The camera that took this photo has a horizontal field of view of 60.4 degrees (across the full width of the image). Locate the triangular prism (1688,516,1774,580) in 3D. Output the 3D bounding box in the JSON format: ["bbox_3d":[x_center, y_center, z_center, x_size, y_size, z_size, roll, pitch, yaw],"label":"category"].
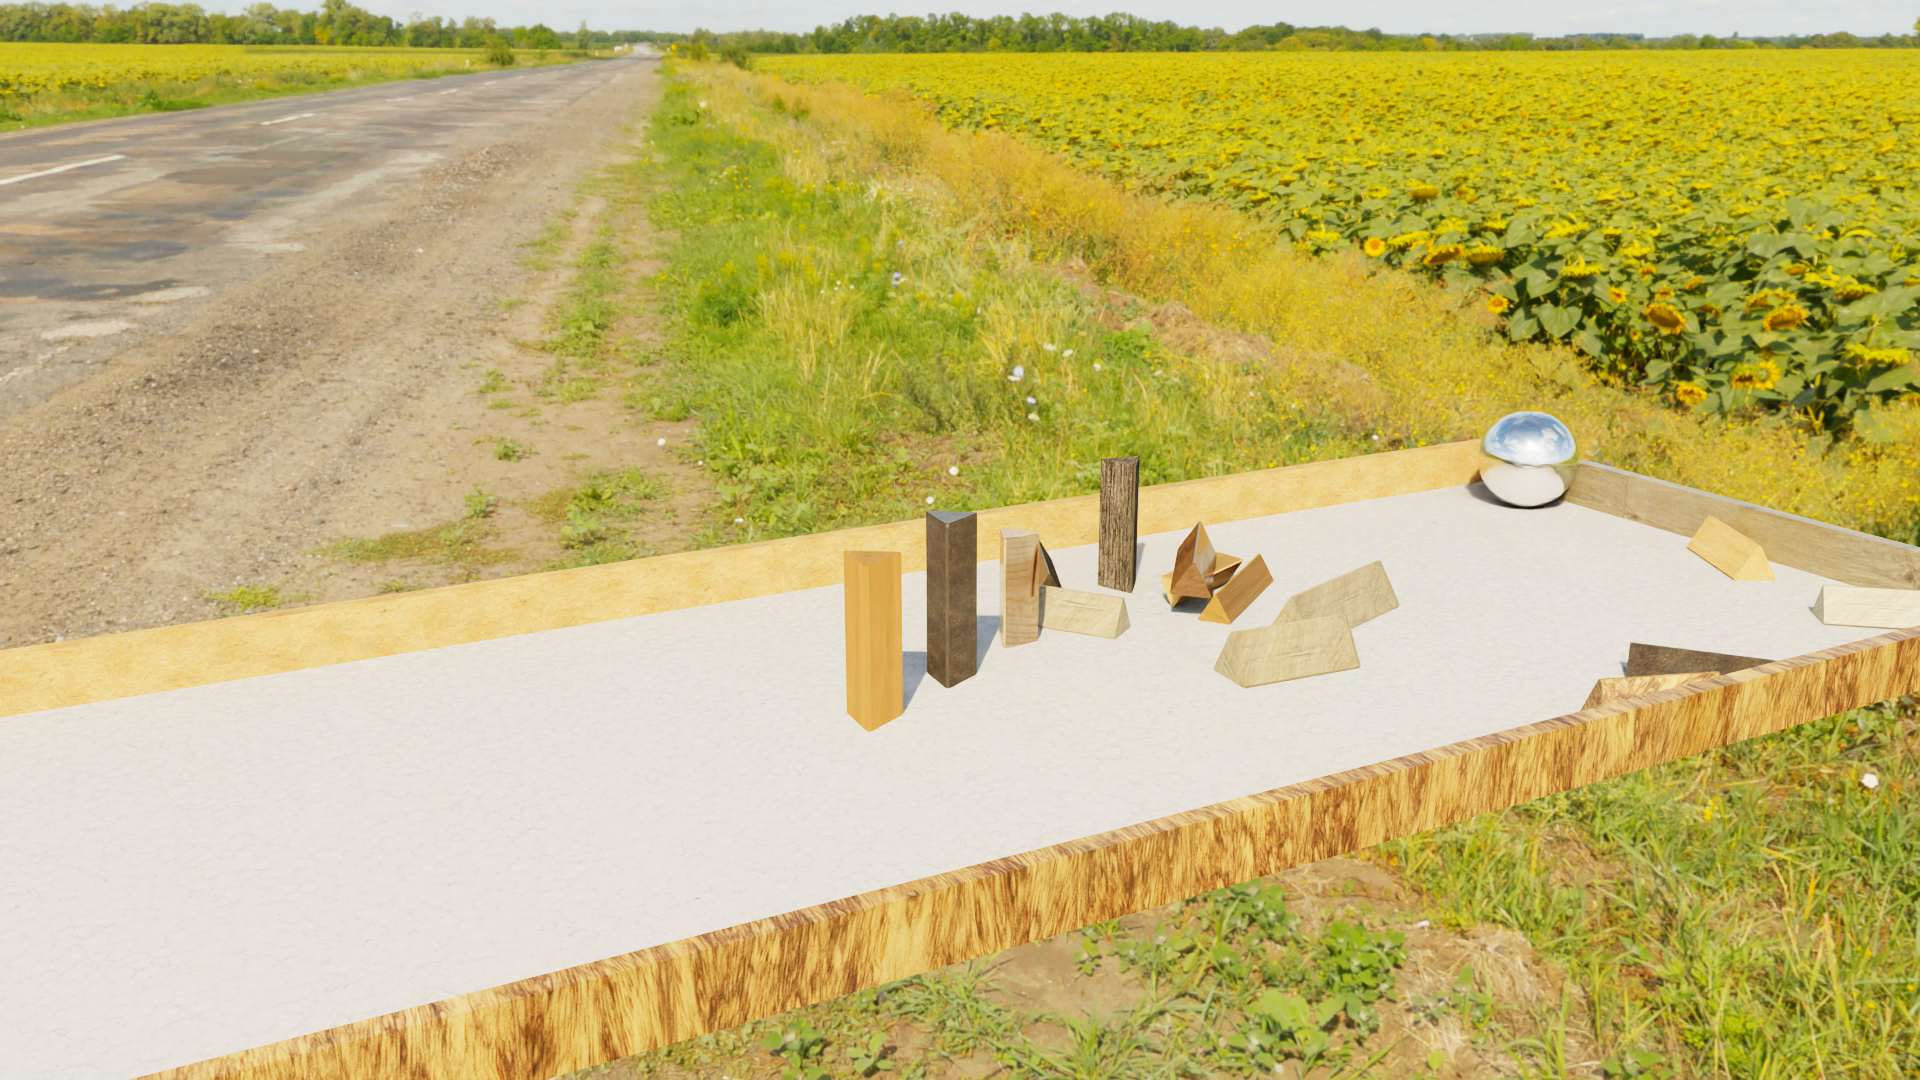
[{"bbox_3d":[2.380,0.020,5.086,0.123,0.107,0.339,0,16,0],"label":"triangular prism"}]

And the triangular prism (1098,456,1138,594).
[{"bbox_3d":[0.489,-0.051,4.846,0.121,0.384,0.105,14,21,39],"label":"triangular prism"}]

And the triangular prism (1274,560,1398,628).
[{"bbox_3d":[1.041,0.163,4.569,0.142,0.123,0.460,14,22,41],"label":"triangular prism"}]

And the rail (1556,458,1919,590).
[{"bbox_3d":[2.466,-0.048,5.253,0.050,0.150,2.100,-9,18,-27],"label":"rail"}]

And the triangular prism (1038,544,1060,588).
[{"bbox_3d":[0.245,0.081,4.917,0.099,0.086,0.406,-1,16,-3],"label":"triangular prism"}]

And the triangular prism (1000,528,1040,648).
[{"bbox_3d":[0.136,0.123,4.401,0.112,0.302,0.097,-11,20,-33],"label":"triangular prism"}]

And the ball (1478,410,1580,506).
[{"bbox_3d":[1.969,-0.282,5.720,0.335,0.335,0.335,0,16,0],"label":"ball"}]

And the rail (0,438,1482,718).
[{"bbox_3d":[-3.305,0.497,3.399,12.000,0.150,0.050,-9,18,-27],"label":"rail"}]

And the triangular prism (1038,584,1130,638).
[{"bbox_3d":[0.306,0.185,4.539,0.306,0.100,0.116,8,18,26],"label":"triangular prism"}]

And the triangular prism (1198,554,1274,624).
[{"bbox_3d":[0.800,0.134,4.752,0.091,0.079,0.436,7,18,25],"label":"triangular prism"}]

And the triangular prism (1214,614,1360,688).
[{"bbox_3d":[0.838,0.269,4.207,0.349,0.123,0.143,-7,18,-23],"label":"triangular prism"}]

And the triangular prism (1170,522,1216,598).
[{"bbox_3d":[0.673,0.049,4.716,0.111,0.097,0.384,6,19,9],"label":"triangular prism"}]

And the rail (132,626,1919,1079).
[{"bbox_3d":[-2.336,1.006,1.665,12.000,0.150,0.050,-9,18,-27],"label":"rail"}]

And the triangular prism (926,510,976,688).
[{"bbox_3d":[-0.039,0.141,4.118,0.108,0.426,0.125,11,20,34],"label":"triangular prism"}]

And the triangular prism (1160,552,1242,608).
[{"bbox_3d":[0.695,0.098,4.805,0.081,0.094,0.308,46,37,20],"label":"triangular prism"}]

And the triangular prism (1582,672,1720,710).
[{"bbox_3d":[1.643,0.370,3.888,0.303,0.110,0.127,-3,17,-9],"label":"triangular prism"}]

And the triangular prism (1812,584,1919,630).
[{"bbox_3d":[2.600,0.183,4.552,0.416,0.097,0.112,3,17,11],"label":"triangular prism"}]

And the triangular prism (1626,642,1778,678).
[{"bbox_3d":[1.892,0.322,4.107,0.424,0.082,0.095,7,18,22],"label":"triangular prism"}]

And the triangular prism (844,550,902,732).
[{"bbox_3d":[-0.222,0.228,3.863,0.115,0.404,0.133,11,20,33],"label":"triangular prism"}]
